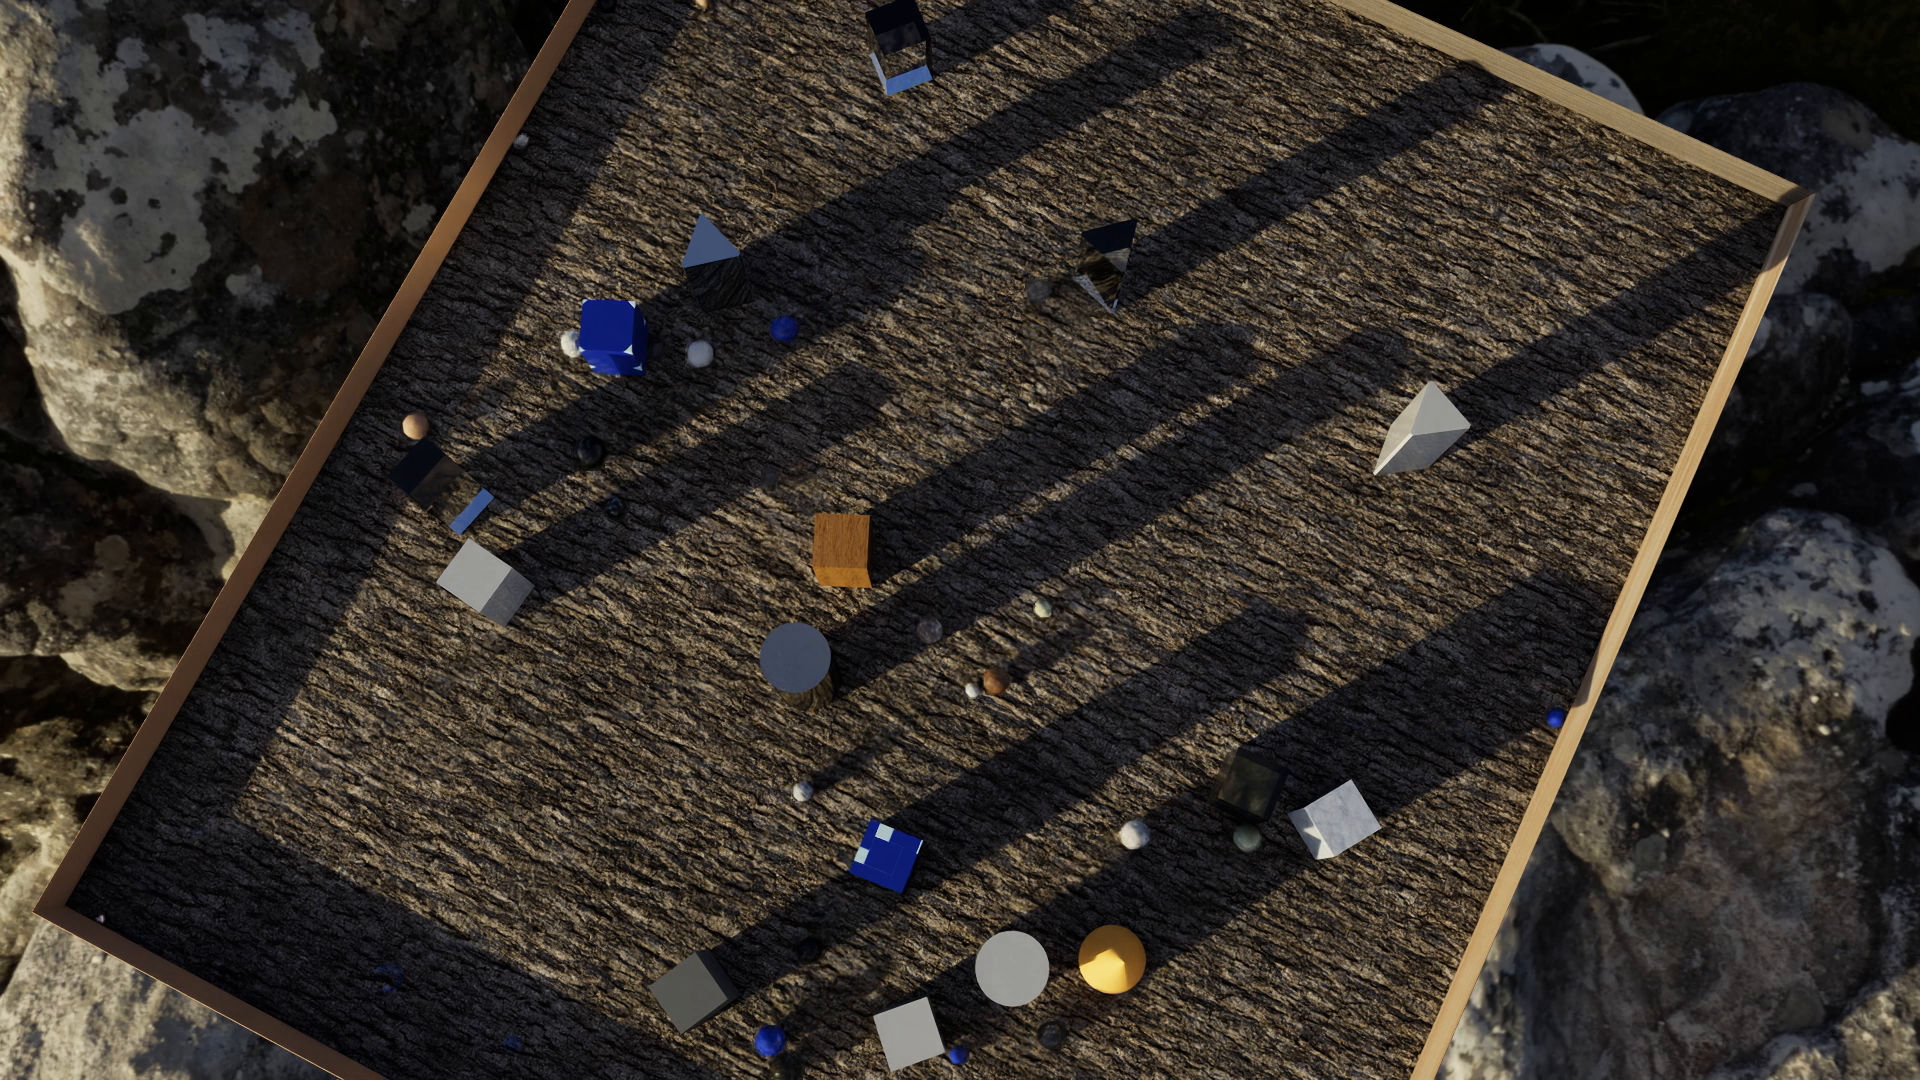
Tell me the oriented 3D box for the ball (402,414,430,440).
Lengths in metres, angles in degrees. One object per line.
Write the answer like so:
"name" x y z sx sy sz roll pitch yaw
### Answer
"ball" -1.677 -0.350 5.649 0.079 0.079 0.079 0 78 0

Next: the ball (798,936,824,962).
"ball" -0.436 1.193 5.332 0.074 0.074 0.074 0 78 0

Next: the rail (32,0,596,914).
"rail" -1.674 -0.813 5.718 0.045 0.128 4.352 26 80 5

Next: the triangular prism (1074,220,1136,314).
"triangular prism" 0.472 -0.861 5.601 0.171 0.379 0.148 44 82 8

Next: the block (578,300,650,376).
"block" -1.058 -0.617 5.615 0.158 0.253 0.158 2 78 0

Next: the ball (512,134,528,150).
"ball" -1.407 -1.272 5.856 0.048 0.048 0.048 0 78 0

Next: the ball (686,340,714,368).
"ball" -0.807 -0.579 5.693 0.085 0.085 0.085 0 78 0

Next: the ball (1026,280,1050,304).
"ball" 0.245 -0.778 5.740 0.073 0.073 0.073 0 78 0

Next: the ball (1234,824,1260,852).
"ball" 0.844 0.875 5.394 0.080 0.080 0.080 0 78 0

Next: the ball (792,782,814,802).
"ball" -0.466 0.746 5.431 0.061 0.061 0.061 0 78 0

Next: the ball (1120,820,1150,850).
"ball" 0.514 0.868 5.393 0.087 0.087 0.087 0 78 0

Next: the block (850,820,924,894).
"block" -0.207 0.915 5.269 0.158 0.309 0.158 21 79 4

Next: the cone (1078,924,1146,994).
"cone" 0.446 1.186 5.167 0.197 0.400 0.197 0 78 0

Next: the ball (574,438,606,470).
"ball" -1.134 -0.264 5.621 0.099 0.099 0.099 0 78 0

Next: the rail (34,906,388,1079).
"rail" -0.962 1.892 5.158 3.791 0.128 0.045 26 80 5

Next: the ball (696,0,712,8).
"ball" -0.830 -1.760 5.953 0.054 0.054 0.054 0 78 0

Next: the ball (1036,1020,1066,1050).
"ball" 0.263 1.427 5.279 0.083 0.083 0.083 0 78 0

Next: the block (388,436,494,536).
"block" -1.545 -0.158 5.468 0.158 0.355 0.158 39 81 7

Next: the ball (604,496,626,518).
"ball" -1.053 -0.099 5.602 0.069 0.069 0.069 0 78 0

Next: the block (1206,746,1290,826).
"block" 0.835 0.718 5.334 0.158 0.263 0.158 24 79 5

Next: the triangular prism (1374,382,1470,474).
"triangular prism" 1.353 -0.334 5.444 0.171 0.474 0.148 -8 78 -2

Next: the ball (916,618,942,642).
"ball" -0.092 0.271 5.521 0.077 0.077 0.077 0 78 0

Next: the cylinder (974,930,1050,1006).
"cylinder" 0.140 1.192 5.127 0.197 0.476 0.197 0 78 0

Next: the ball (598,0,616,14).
"ball" -1.147 -1.740 5.946 0.059 0.059 0.059 0 78 0

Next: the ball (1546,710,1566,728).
"ball" 1.781 0.534 5.478 0.055 0.055 0.055 0 78 0

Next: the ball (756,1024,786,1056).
"ball" -0.545 1.439 5.274 0.088 0.088 0.088 0 78 0

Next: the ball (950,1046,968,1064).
"ball" -0.005 1.484 5.283 0.052 0.052 0.052 0 78 0

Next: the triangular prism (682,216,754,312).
"triangular prism" -0.745 -0.847 5.582 0.171 0.411 0.148 -13 79 -3

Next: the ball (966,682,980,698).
"ball" 0.039 0.450 5.500 0.046 0.046 0.046 0 78 0

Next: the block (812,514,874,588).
"block" -0.344 0.034 5.450 0.158 0.313 0.158 2 78 0

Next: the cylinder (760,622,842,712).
"cylinder" -0.456 0.373 5.302 0.197 0.466 0.197 0 78 0

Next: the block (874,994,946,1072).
"block" -0.141 1.391 5.190 0.158 0.272 0.158 -19 79 -4

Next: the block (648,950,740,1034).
"block" -0.750 1.280 5.200 0.158 0.296 0.158 -36 81 -7

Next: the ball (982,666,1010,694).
"ball" 0.110 0.419 5.487 0.083 0.083 0.083 0 78 0

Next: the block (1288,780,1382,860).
"block" 1.080 0.812 5.305 0.158 0.282 0.158 -30 80 -6

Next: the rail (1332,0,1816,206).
"rail" 0.962 -1.878 5.939 3.791 0.128 0.045 26 80 5

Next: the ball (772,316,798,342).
"ball" -0.545 -0.658 5.710 0.084 0.084 0.084 0 78 0

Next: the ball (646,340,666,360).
"ball" -0.947 -0.592 5.710 0.057 0.057 0.057 0 78 0

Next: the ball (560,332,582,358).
"ball" -1.201 -0.609 5.701 0.081 0.081 0.081 0 78 0

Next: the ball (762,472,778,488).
"ball" -0.584 -0.186 5.631 0.047 0.047 0.047 0 78 0

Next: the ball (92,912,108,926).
"ball" -2.517 1.114 5.363 0.045 0.045 0.045 0 78 0

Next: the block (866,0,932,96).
"block" -0.191 -1.560 5.796 0.158 0.282 0.158 -21 79 -4

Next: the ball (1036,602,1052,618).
"ball" 0.254 0.211 5.547 0.051 0.051 0.051 0 78 0

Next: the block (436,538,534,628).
"block" -1.405 0.131 5.442 0.158 0.290 0.158 33 80 6

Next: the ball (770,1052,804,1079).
"ball" -0.497 1.516 5.255 0.094 0.094 0.094 0 78 0

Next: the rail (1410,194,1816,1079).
"rail" 1.674 0.827 5.379 0.045 0.128 4.352 26 80 5
